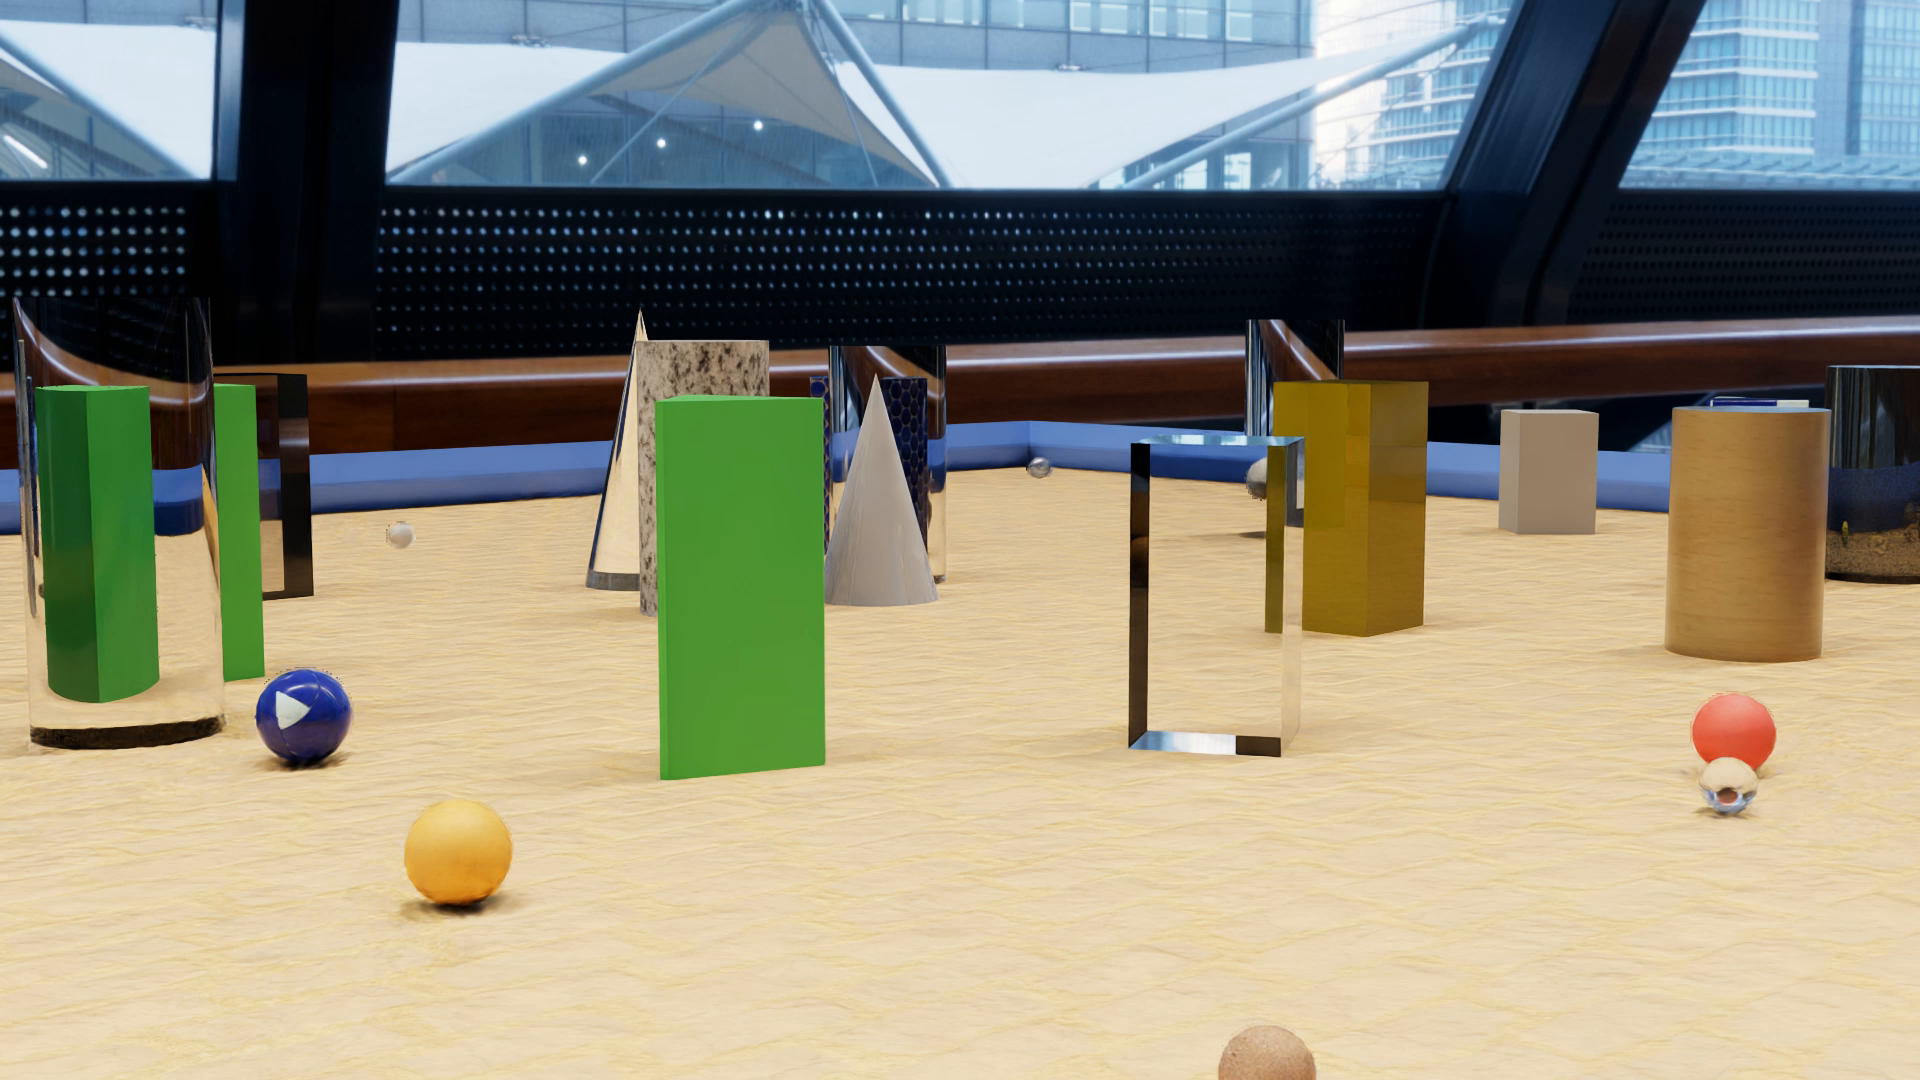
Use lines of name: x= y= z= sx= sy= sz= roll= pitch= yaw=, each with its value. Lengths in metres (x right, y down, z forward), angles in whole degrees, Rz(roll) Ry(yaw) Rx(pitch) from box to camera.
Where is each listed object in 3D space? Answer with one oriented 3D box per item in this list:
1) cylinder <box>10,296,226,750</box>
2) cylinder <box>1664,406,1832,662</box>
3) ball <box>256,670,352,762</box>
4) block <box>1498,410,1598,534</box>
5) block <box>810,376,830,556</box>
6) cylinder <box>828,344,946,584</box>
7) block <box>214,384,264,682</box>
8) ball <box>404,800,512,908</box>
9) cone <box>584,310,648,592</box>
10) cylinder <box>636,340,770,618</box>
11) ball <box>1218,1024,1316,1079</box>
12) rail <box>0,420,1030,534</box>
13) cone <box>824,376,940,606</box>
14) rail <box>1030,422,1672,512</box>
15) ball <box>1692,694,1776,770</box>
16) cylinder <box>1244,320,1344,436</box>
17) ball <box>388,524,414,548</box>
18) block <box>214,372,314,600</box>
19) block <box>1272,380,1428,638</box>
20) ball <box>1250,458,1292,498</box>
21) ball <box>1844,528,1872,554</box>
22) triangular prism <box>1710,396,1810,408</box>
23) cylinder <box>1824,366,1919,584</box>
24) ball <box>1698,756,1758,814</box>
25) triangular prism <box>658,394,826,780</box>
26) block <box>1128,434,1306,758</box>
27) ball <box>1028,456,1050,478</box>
cylinder: x=-0.878 y=-0.024 z=2.300 sx=0.193 sy=0.457 sz=0.193 roll=0 pitch=6 yaw=0
cylinder: x=1.022 y=-0.012 z=2.857 sx=0.193 sy=0.316 sz=0.193 roll=0 pitch=6 yaw=0
ball: x=-0.646 y=0.173 z=2.165 sx=0.092 sy=0.092 sz=0.092 roll=0 pitch=6 yaw=0
block: x=1.182 y=-0.138 z=4.424 sx=0.155 sy=0.240 sz=0.155 roll=0 pitch=6 yaw=0
block: x=-0.197 y=-0.141 z=4.058 sx=0.155 sy=0.321 sz=0.155 roll=0 pitch=6 yaw=-5
cylinder: x=-0.118 y=-0.126 z=3.609 sx=0.193 sy=0.386 sz=0.193 roll=0 pitch=6 yaw=0
block: x=-0.954 y=-0.009 z=2.651 sx=0.155 sy=0.353 sz=0.155 roll=6 pitch=8 yaw=43
ball: x=-0.375 y=0.234 z=1.644 sx=0.080 sy=0.080 sz=0.080 roll=0 pitch=6 yaw=0
cone: x=-0.513 y=-0.151 z=3.553 sx=0.193 sy=0.447 sz=0.193 roll=0 pitch=6 yaw=0
cylinder: x=-0.376 y=-0.093 z=3.235 sx=0.193 sy=0.398 sz=0.193 roll=0 pitch=6 yaw=0
ball: x=0.168 y=0.293 z=1.205 sx=0.054 sy=0.054 sz=0.054 roll=0 pitch=6 yaw=0
rail: x=-1.374 y=-0.123 z=4.813 sx=4.325 sy=0.126 sz=0.045 roll=-6 pitch=8 yaw=-42
cone: x=-0.129 y=-0.083 z=3.380 sx=0.193 sy=0.348 sz=0.193 roll=0 pitch=6 yaw=0
rail: x=1.572 y=-0.119 z=4.774 sx=0.045 sy=0.126 sz=4.098 roll=-6 pitch=8 yaw=-42
ball: x=0.744 y=0.186 z=2.114 sx=0.077 sy=0.077 sz=0.077 roll=0 pitch=6 yaw=0
cylinder: x=0.662 y=-0.225 z=4.366 sx=0.193 sy=0.424 sz=0.193 roll=0 pitch=6 yaw=0
ball: x=-1.043 y=-0.007 z=4.102 sx=0.046 sy=0.046 sz=0.046 roll=0 pitch=6 yaw=0
block: x=-1.116 y=-0.084 z=3.409 sx=0.155 sy=0.344 sz=0.155 roll=-6 pitch=8 yaw=-44
block: x=0.545 y=-0.050 z=3.082 sx=0.155 sy=0.344 sz=0.155 roll=5 pitch=8 yaw=41
ball: x=0.733 y=-0.147 z=5.191 sx=0.097 sy=0.097 sz=0.097 roll=0 pitch=6 yaw=0
ball: x=1.637 y=0.002 z=4.013 sx=0.047 sy=0.047 sz=0.047 roll=0 pitch=6 yaw=0
triangular prism: x=1.283 y=-0.085 z=3.633 sx=0.168 sy=0.299 sz=0.145 roll=-1 pitch=6 yaw=-5
cylinder: x=1.531 y=-0.112 z=3.644 sx=0.193 sy=0.350 sz=0.193 roll=0 pitch=6 yaw=0
ball: x=0.680 y=0.217 z=1.948 sx=0.050 sy=0.050 sz=0.050 roll=0 pitch=6 yaw=0
triangular prism: x=-0.239 y=0.039 z=2.168 sx=0.168 sy=0.359 sz=0.145 roll=-3 pitch=7 yaw=-27
block: x=0.266 y=0.052 z=2.271 sx=0.155 sy=0.311 sz=0.155 roll=2 pitch=6 yaw=16
ball: x=0.210 y=-0.190 z=5.785 sx=0.058 sy=0.058 sz=0.058 roll=0 pitch=6 yaw=0
